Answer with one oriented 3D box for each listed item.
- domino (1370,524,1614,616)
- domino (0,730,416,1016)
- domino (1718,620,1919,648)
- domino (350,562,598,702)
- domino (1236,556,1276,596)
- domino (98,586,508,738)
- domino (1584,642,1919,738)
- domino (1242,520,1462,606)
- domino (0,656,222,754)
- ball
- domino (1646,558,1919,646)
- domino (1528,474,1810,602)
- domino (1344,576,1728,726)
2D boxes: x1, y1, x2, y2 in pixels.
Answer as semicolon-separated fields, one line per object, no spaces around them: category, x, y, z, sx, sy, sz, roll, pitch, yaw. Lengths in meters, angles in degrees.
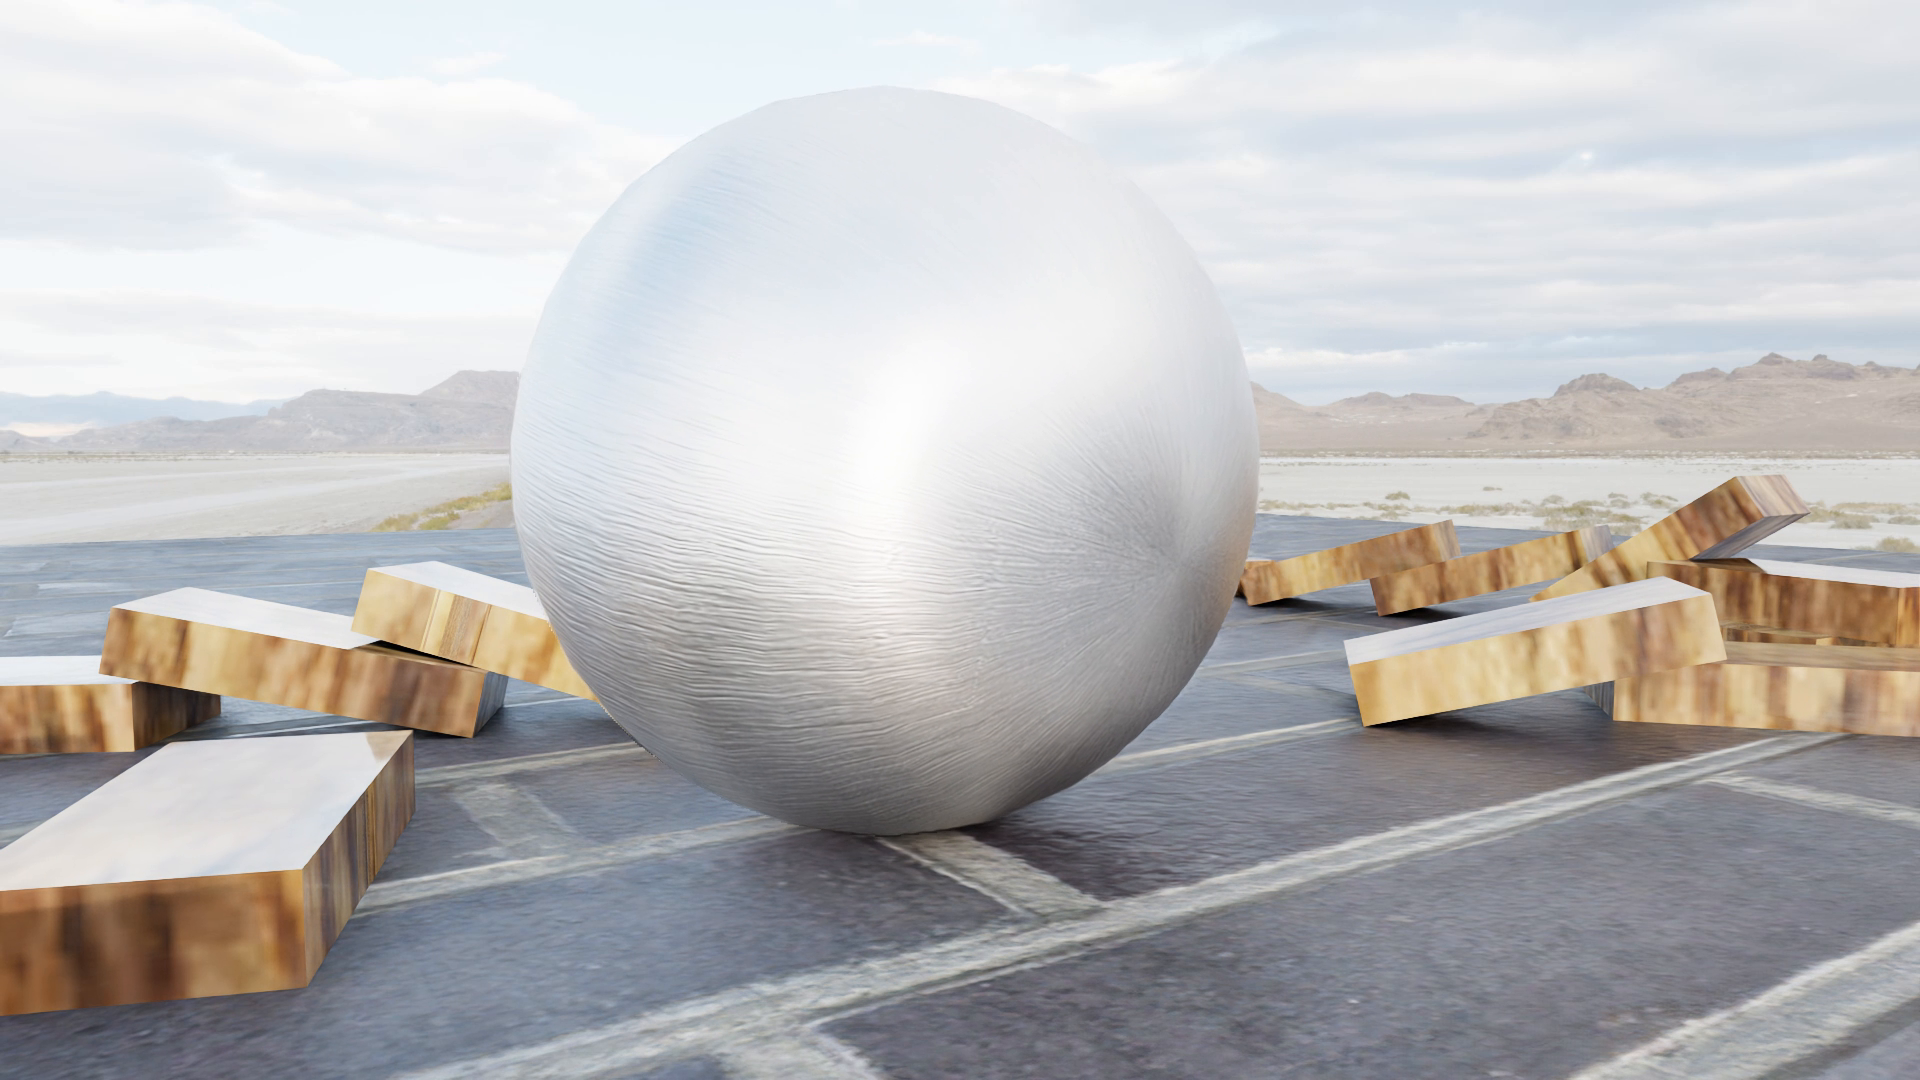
domino;0.129;0.008;0.311;0.050;0.009;0.025;-18;-8;40
domino;-0.069;0.029;0.121;0.025;0.010;0.050;-1;4;-14
domino;0.161;0.020;0.240;0.050;0.010;0.025;-2;5;-29
domino;-0.064;0.015;0.201;0.050;0.009;0.025;16;1;-1
domino;0.062;0.010;0.366;0.050;0.009;0.025;-2;5;-25
domino;-0.096;0.018;0.193;0.050;0.009;0.025;12;2;-10
domino;0.128;0.023;0.202;0.050;0.009;0.025;1;4;16
domino;0.102;0.006;0.334;0.050;0.010;0.025;-16;-5;31
domino;-0.140;0.024;0.188;0.050;0.010;0.025;0;4;-5
ball;-0.008;-0.008;0.143;0.080;0.080;0.080;0;4;0
domino;0.158;0.010;0.238;0.025;0.009;0.050;-1;5;-19
domino;0.152;0.004;0.276;0.025;0.009;0.050;-3;-29;-38
domino;0.086;0.017;0.199;0.050;0.009;0.025;-14;1;15
